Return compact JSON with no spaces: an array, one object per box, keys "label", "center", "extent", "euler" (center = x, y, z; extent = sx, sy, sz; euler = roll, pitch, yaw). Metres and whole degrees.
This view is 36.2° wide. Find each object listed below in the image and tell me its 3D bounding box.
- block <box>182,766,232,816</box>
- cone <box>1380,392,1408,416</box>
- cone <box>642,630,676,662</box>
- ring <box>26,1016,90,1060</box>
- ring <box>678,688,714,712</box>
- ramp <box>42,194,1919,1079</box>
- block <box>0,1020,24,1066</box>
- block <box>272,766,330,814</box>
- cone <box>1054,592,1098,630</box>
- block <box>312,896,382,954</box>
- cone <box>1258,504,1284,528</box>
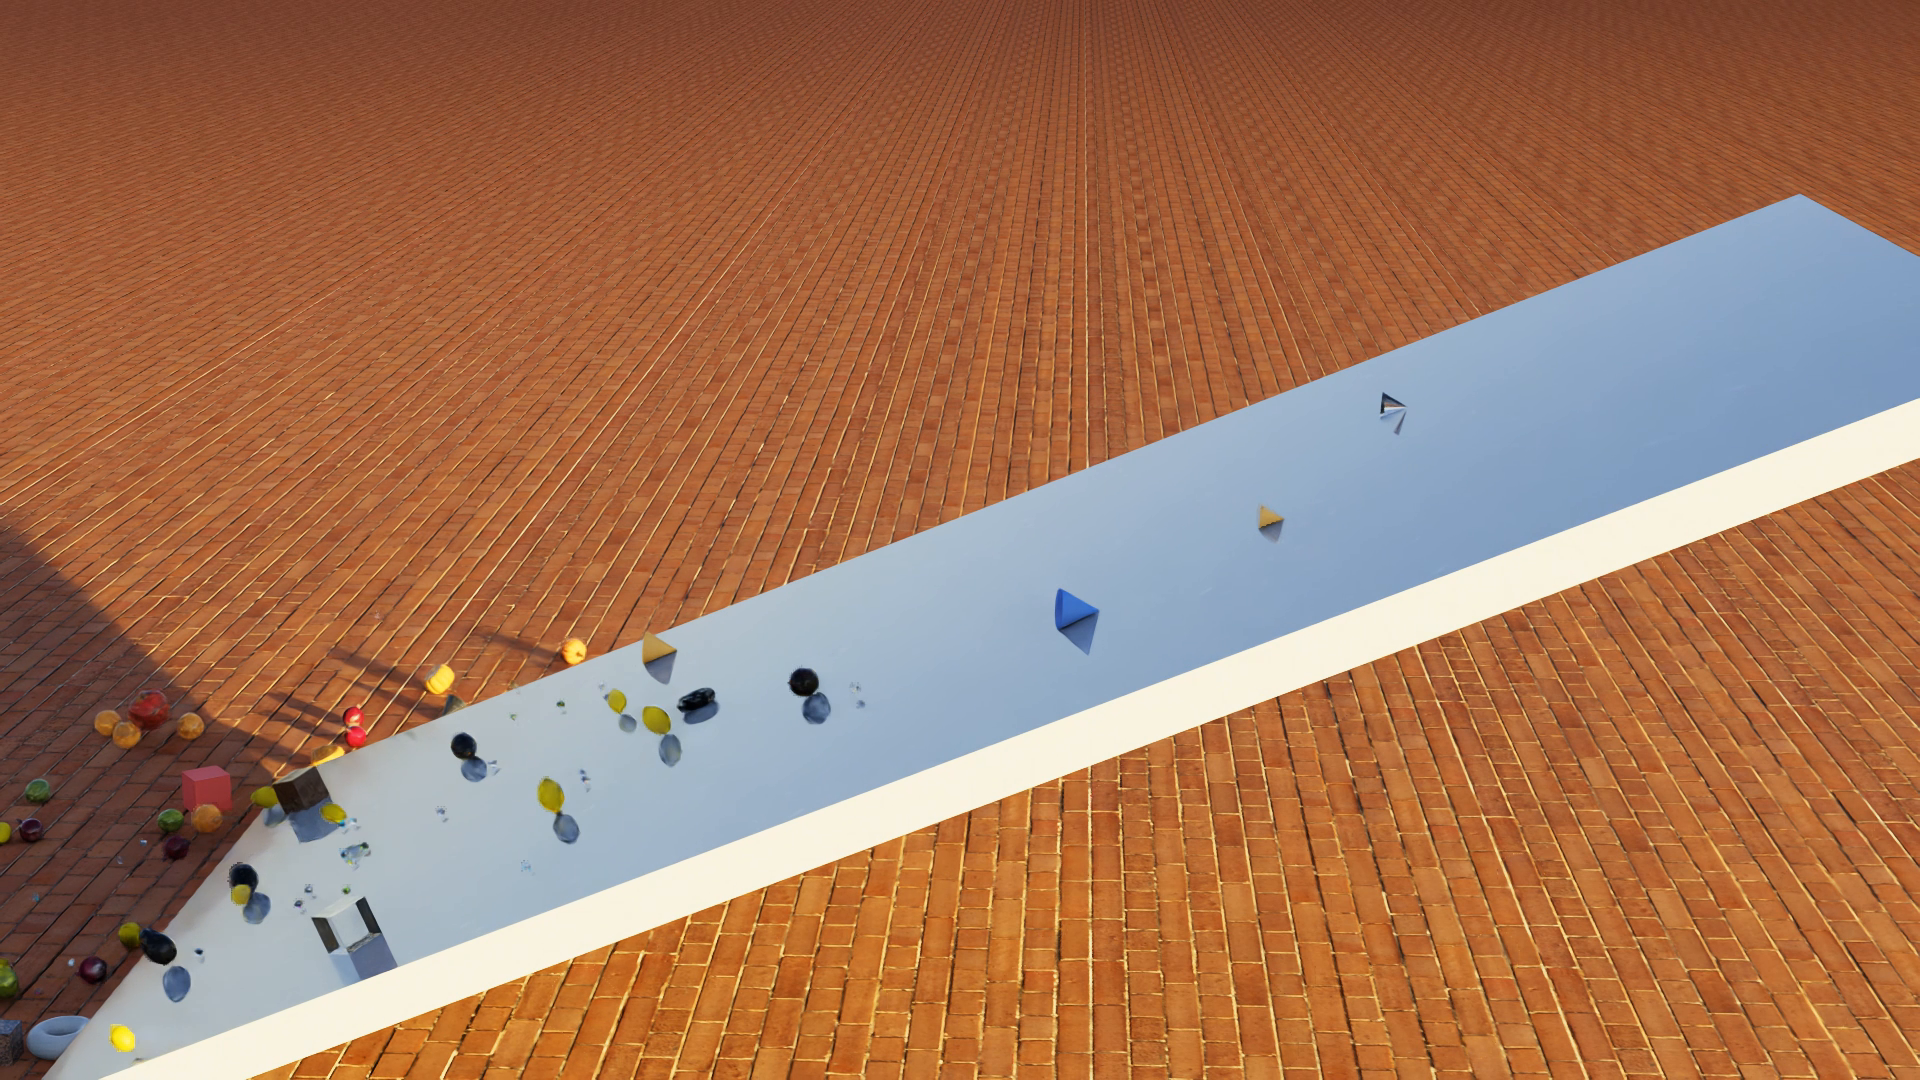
[{"label":"block","center":[-1.928,0.641,7.526],"extent":[0.094,0.094,0.094],"euler":[-10,17,-34]},{"label":"cone","center":[0.963,-0.298,6.516],"extent":[0.059,0.059,0.059],"euler":[7,15,8]},{"label":"cone","center":[-0.721,0.263,7.103],"extent":[0.079,0.079,0.079],"euler":[5,14,3]},{"label":"ring","center":[-1.848,1.026,6.065],"extent":[0.149,0.050,0.149],"euler":[0,15,0]},{"label":"ring","center":[-0.581,0.352,6.477],"extent":[0.089,0.030,0.089],"euler":[-22,11,4]},{"label":"ramp","center":[0.124,0.173,6.290],"extent":[4.000,0.100,2.000],"euler":[-21,12,7]},{"label":"block","center":[-1.962,1.028,6.012],"extent":[0.071,0.071,0.071],"euler":[0,14,1]},{"label":"block","center":[-1.590,0.602,7.090],"extent":[0.080,0.080,0.080],"euler":[-13,15,39]},{"label":"cone","center":[0.239,0.140,5.897],"extent":[0.083,0.083,0.083],"euler":[-6,15,-10]},{"label":"block","center":[-1.194,0.750,5.727],"extent":[0.082,0.082,0.082],"euler":[-32,15,-38]},{"label":"cone","center":[0.638,-0.046,6.019],"extent":[0.050,0.050,0.050],"euler":[5,14,2]}]
